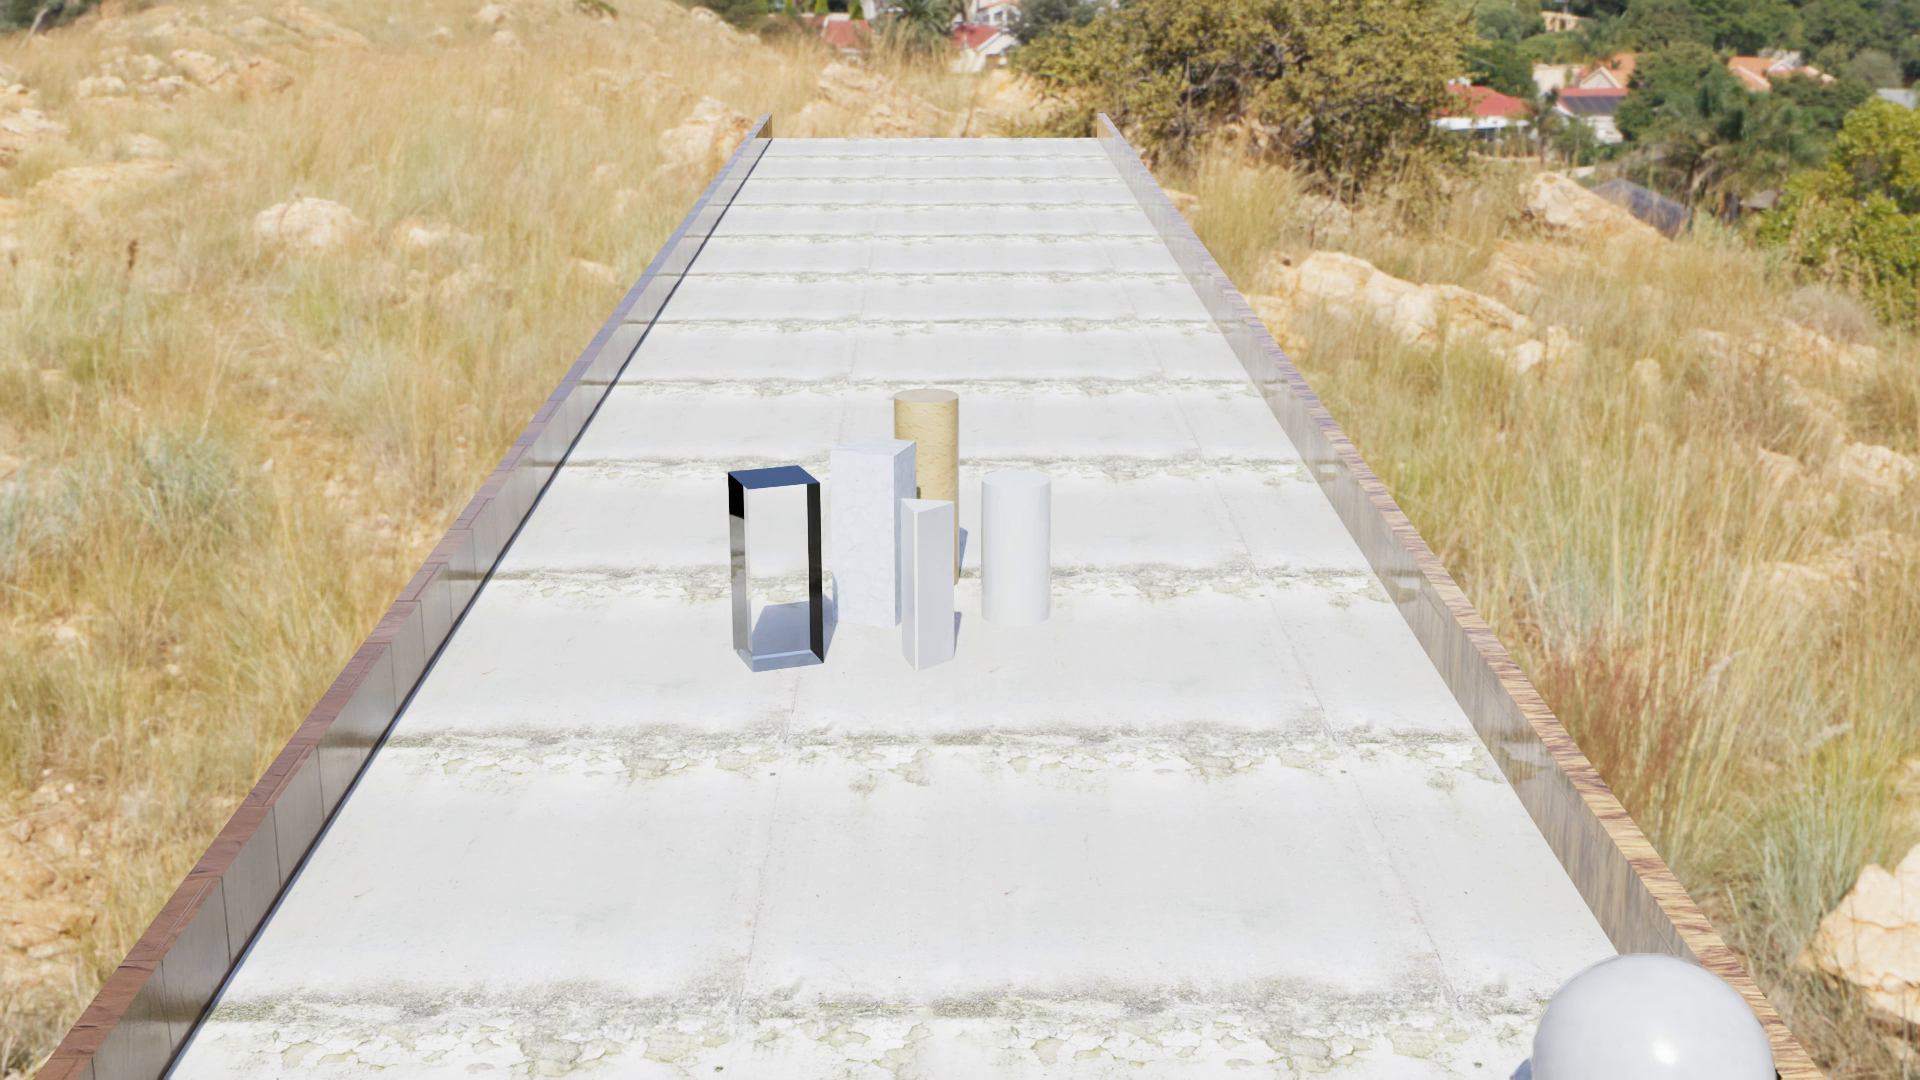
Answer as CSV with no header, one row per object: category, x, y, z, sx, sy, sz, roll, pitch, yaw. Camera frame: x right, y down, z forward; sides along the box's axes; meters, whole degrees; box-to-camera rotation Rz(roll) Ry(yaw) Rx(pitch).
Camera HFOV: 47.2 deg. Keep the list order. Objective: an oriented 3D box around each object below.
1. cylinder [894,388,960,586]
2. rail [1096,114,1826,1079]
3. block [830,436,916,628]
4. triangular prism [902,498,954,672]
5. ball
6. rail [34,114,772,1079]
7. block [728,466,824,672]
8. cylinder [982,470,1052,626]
cylinder,-0.074,-0.112,4.860,0.144,0.424,0.144,0,17,0
rail,0.932,-0.844,7.801,0.050,0.150,12.000,0,17,-1
block,-0.181,-0.019,4.640,0.140,0.370,0.140,5,17,18
triangular prism,-0.082,0.083,4.373,0.092,0.327,0.106,15,22,42
ball,0.821,0.633,2.610,0.278,0.278,0.278,0,17,0
rail,-1.118,-0.838,7.780,0.050,0.150,12.000,0,17,-1
block,-0.367,0.056,4.382,0.146,0.375,0.146,-6,18,-20
cylinder,0.118,0.016,4.647,0.147,0.300,0.147,0,17,0
